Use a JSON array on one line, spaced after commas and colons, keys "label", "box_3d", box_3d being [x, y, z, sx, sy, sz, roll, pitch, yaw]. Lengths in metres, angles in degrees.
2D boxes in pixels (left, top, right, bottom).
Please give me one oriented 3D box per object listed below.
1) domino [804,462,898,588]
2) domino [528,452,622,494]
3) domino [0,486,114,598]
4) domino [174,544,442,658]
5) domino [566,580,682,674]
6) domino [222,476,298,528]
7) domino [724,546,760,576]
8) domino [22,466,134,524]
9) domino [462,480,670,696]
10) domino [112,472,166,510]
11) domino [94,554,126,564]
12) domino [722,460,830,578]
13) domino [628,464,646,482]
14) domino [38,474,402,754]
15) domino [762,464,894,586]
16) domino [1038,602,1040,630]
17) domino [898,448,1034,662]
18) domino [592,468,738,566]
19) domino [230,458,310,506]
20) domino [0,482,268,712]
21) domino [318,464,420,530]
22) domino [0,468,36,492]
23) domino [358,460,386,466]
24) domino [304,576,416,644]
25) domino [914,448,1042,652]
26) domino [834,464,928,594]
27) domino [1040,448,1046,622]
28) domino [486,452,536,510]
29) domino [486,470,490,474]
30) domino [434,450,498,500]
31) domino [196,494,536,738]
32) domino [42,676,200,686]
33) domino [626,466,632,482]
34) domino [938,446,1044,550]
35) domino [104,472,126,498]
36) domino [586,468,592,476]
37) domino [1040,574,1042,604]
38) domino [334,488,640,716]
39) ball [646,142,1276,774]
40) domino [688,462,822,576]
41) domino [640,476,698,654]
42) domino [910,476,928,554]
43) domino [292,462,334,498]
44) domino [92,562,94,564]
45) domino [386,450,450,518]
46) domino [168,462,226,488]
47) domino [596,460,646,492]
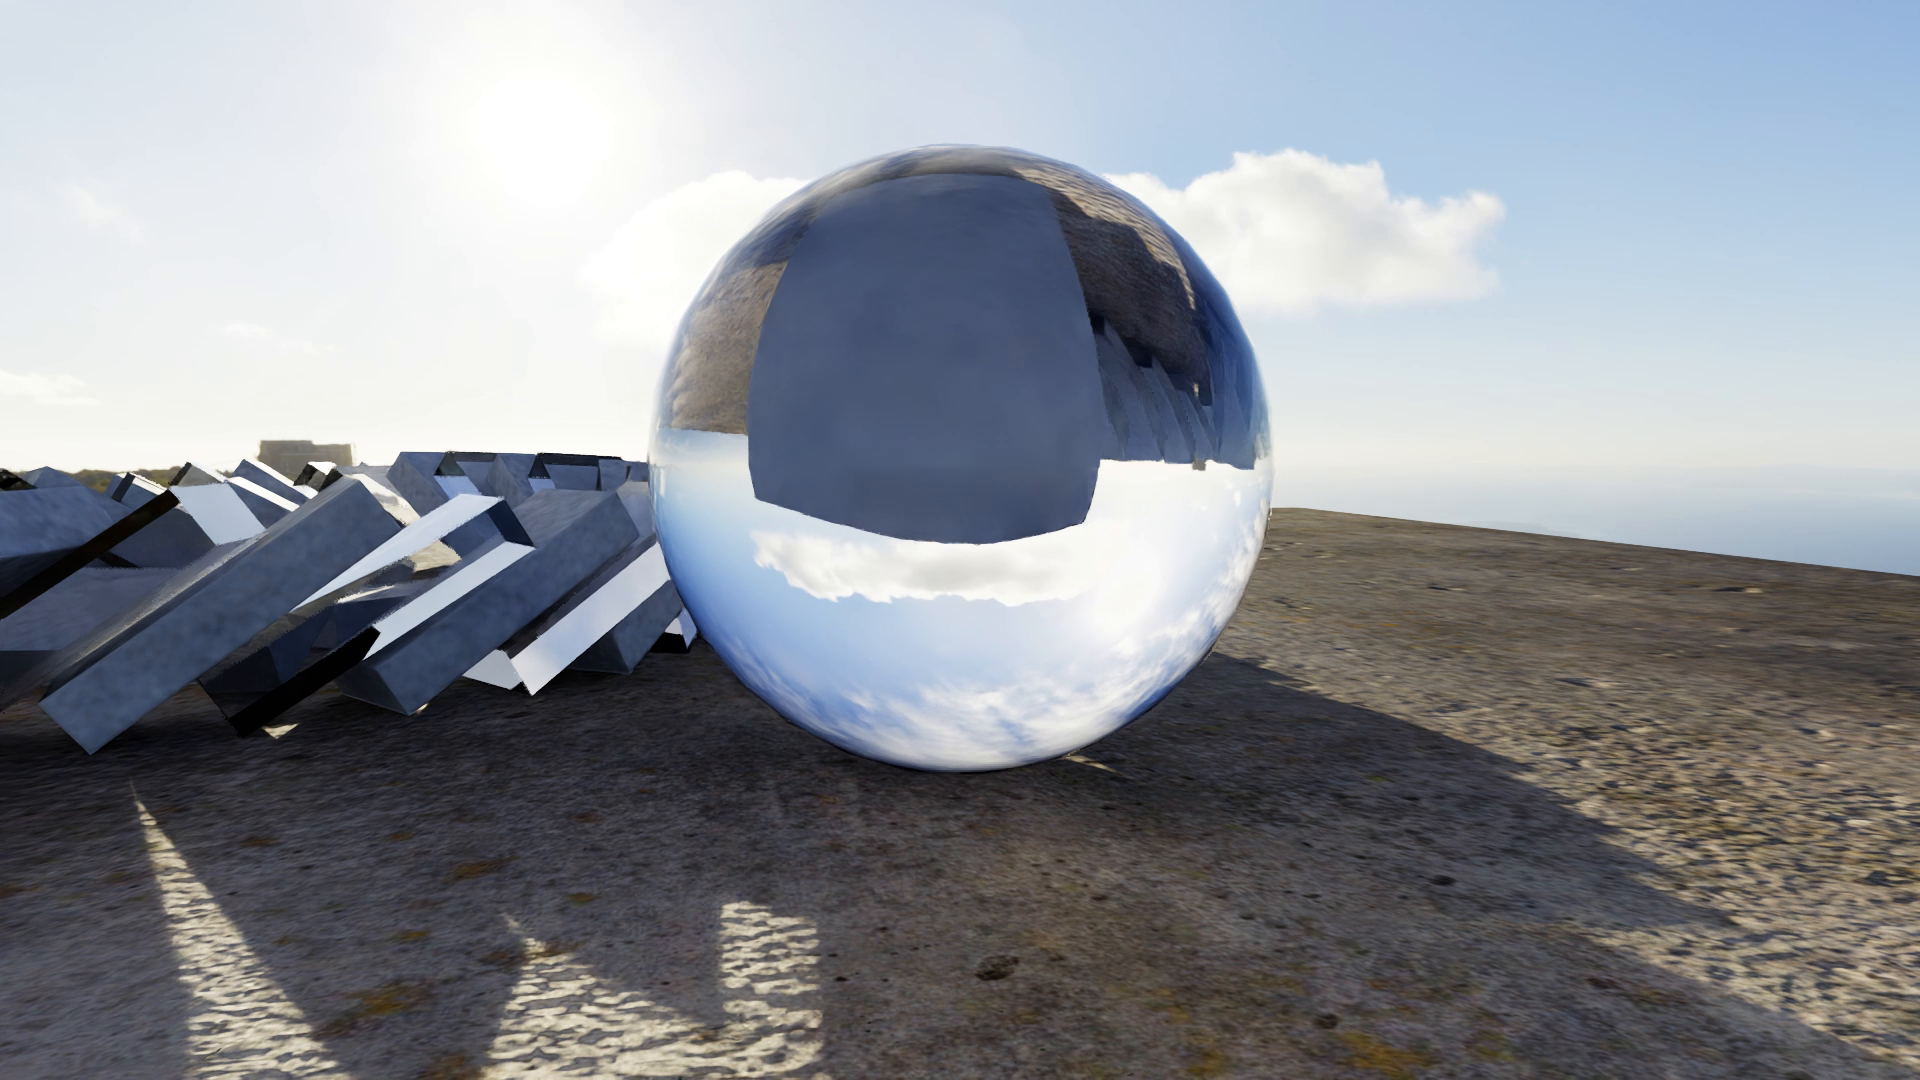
[{"label": "domino", "box_3d": [-0.026, -0.005, 0.394, 0.025, 0.010, 0.050, -1, 38, -36]}, {"label": "domino", "box_3d": [-0.096, -0.004, 0.349, 0.025, 0.010, 0.050, 0, 42, -43]}, {"label": "domino", "box_3d": [-0.144, 0.011, 0.174, 0.050, 0.010, 0.025, -34, 5, 2]}, {"label": "domino", "box_3d": [-0.133, 0.012, 0.264, 0.050, 0.010, 0.025, -2, 35, -22]}, {"label": "domino", "box_3d": [-0.065, 0.006, 0.258, 0.025, 0.010, 0.050, 2, 36, 23]}, {"label": "domino", "box_3d": [-0.181, -0.001, 0.359, 0.050, 0.010, 0.025, 31, -8, -21]}, {"label": "domino", "box_3d": [-0.084, -0.007, 0.436, 0.050, 0.010, 0.025, 37, 22, 26]}, {"label": "domino", "box_3d": [-0.217, -0.001, 0.334, 0.025, 0.009, 0.050, -2, -32, 45]}, {"label": "domino", "box_3d": [-0.070, 0.007, 0.238, 0.025, 0.010, 0.050, 6, 39, 39]}, {"label": "domino", "box_3d": [-0.203, -0.001, 0.352, 0.050, 0.009, 0.025, 31, -13, -22]}, {"label": "domino", "box_3d": [-0.279, -0.002, 0.382, 0.025, 0.010, 0.050, 4, -22, 40]}, {"label": "domino", "box_3d": [-0.055, -0.007, 0.418, 0.025, 0.010, 0.050, -1, 38, -51]}, {"label": "domino", "box_3d": [-0.068, 0.001, 0.302, 0.025, 0.009, 0.050, 2, 39, -6]}, {"label": "domino", "box_3d": [-0.110, 0.009, 0.193, 0.050, 0.010, 0.025, -41, 23, -20]}, {"label": "domino", "box_3d": [-0.039, -0.006, 0.405, 0.025, 0.010, 0.050, -4, 40, -42]}, {"label": "domino", "box_3d": [0.006, -0.001, 0.305, 0.025, 0.010, 0.050, 0, 48, 3]}, {"label": "domino", "box_3d": [0.002, 0.002, 0.264, 0.025, 0.009, 0.050, 0, 48, 4]}, {"label": "domino", "box_3d": [-0.103, -0.008, 0.444, 0.050, 0.010, 0.025, 35, 18, 21]}, {"label": "domino", "box_3d": [-0.219, -0.009, 0.435, 0.050, 0.010, 0.025, 35, -9, -15]}, {"label": "domino", "box_3d": [-0.126, 0.011, 0.181, 0.050, 0.010, 0.025, -37, 12, -9]}, {"label": "domino", "box_3d": [-0.157, -0.003, 0.372, 0.050, 0.010, 0.025, 36, 12, 10]}, {"label": "domino", "box_3d": [-0.221, 0.000, 0.315, 0.025, 0.009, 0.050, 1, -31, 27]}, {"label": "domino", "box_3d": [-0.184, -0.009, 0.445, 0.050, 0.009, 0.025, 34, -3, -8]}, {"label": "domino", "box_3d": [-0.132, 0.015, 0.300, 0.025, 0.010, 0.050, 2, 5, 30]}, {"label": "domino", "box_3d": [0.005, 0.001, 0.278, 0.025, 0.010, 0.050, 0, 48, 4]}, {"label": "domino", "box_3d": [-0.015, -0.004, 0.380, 0.025, 0.009, 0.050, -1, 37, -35]}, {"label": "domino", "box_3d": [0.009, -0.002, 0.319, 0.025, 0.010, 0.050, 0, 48, 4]}, {"label": "domino", "box_3d": [-0.109, -0.004, 0.358, 0.025, 0.009, 0.050, -2, 44, -49]}, {"label": "domino", "box_3d": [-0.142, -0.008, 0.452, 0.050, 0.010, 0.025, 32, 11, 9]}, {"label": "domino", "box_3d": [-0.125, -0.005, 0.365, 0.050, 0.010, 0.025, 46, 23, 21]}, {"label": "domino", "box_3d": [-0.096, 0.010, 0.206, 0.050, 0.009, 0.025, -38, 24, -28]}, {"label": "domino", "box_3d": [-0.147, 0.015, 0.235, 0.050, 0.010, 0.025, 0, 32, -3]}, {"label": "domino", "box_3d": [-0.071, 0.000, 0.317, 0.025, 0.010, 0.050, 0, 39, -8]}, {"label": "domino", "box_3d": [0.006, 0.000, 0.292, 0.025, 0.009, 0.050, 1, 48, 5]}, {"label": "domino", "box_3d": [-0.249, -0.005, 0.417, 0.050, 0.010, 0.025, 31, -10, -25]}, {"label": "domino", "box_3d": [-0.123, -0.009, 0.450, 0.050, 0.010, 0.025, 34, 12, 15]}, {"label": "domino", "box_3d": [0.008, 0.001, 0.338, 0.025, 0.010, 0.050, 0, 33, 0]}, {"label": "domino", "box_3d": [-0.083, 0.009, 0.222, 0.025, 0.010, 0.050, 4, 37, 43]}, {"label": "ball", "box_3d": [0.000, -0.010, 0.167, 0.080, 0.080, 0.080, 0, 4, 0]}, {"label": "domino", "box_3d": [-0.069, -0.008, 0.426, 0.050, 0.009, 0.025, 43, 26, 27]}, {"label": "domino", "box_3d": [-0.064, 0.004, 0.279, 0.025, 0.010, 0.050, 1, 37, 10]}, {"label": "domino", "box_3d": [0.001, -0.001, 0.361, 0.025, 0.009, 0.050, -1, 34, -9]}, {"label": "domino", "box_3d": [-0.200, -0.009, 0.441, 0.050, 0.009, 0.025, 34, -3, -11]}, {"label": "domino", "box_3d": [-0.223, 0.001, 0.295, 0.025, 0.009, 0.050, -1, -32, 14]}, {"label": "domino", "box_3d": [-0.139, -0.005, 0.370, 0.050, 0.010, 0.025, 45, 19, 16]}, {"label": "domino", "box_3d": [-0.234, -0.008, 0.426, 0.050, 0.010, 0.025, 36, -11, -20]}, {"label": "domino", "box_3d": [-0.080, -0.002, 0.336, 0.025, 0.010, 0.050, 1, 40, -22]}]
